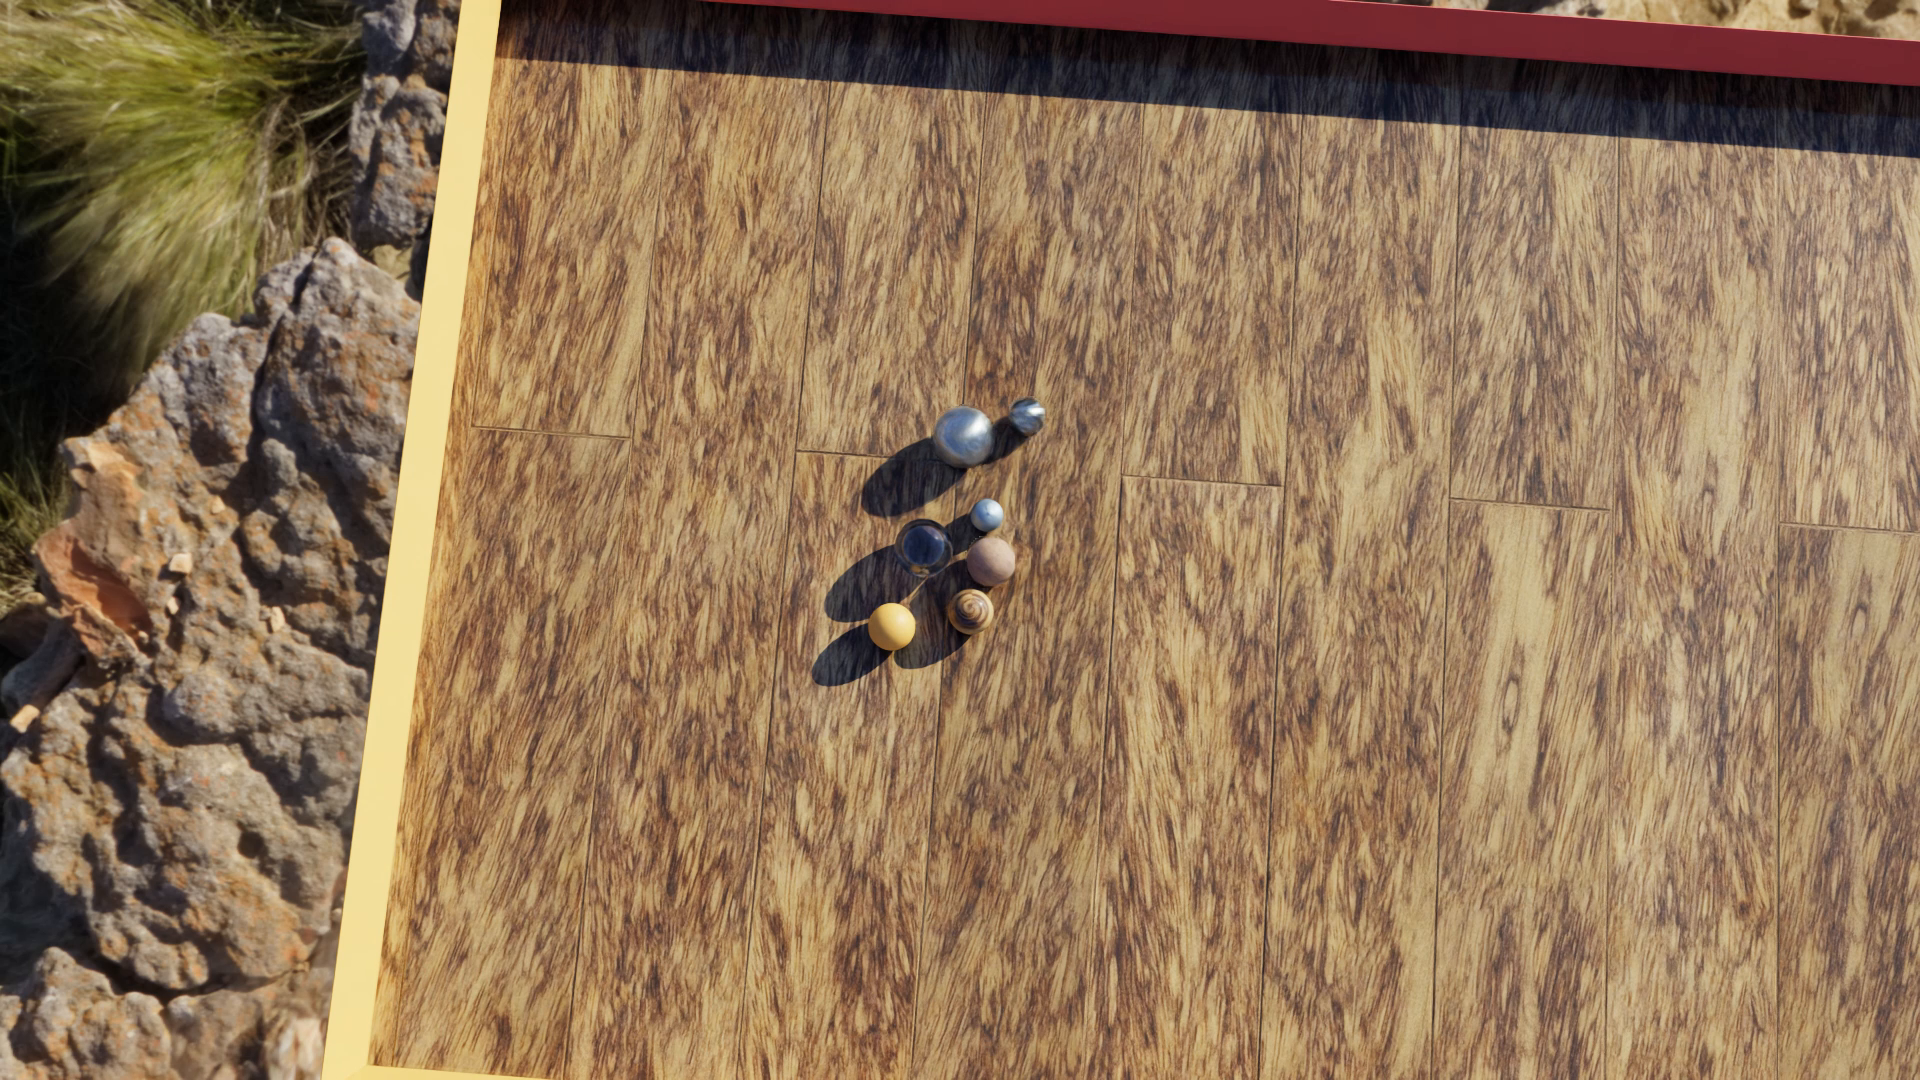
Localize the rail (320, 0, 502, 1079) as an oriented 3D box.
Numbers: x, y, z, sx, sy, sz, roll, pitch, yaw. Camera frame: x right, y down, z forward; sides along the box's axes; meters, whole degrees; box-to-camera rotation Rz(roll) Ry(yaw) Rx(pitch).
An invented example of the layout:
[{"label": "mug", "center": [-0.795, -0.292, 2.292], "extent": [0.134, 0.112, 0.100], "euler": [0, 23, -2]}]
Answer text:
[{"label": "rail", "center": [-0.803, -0.064, 3.288], "extent": [0.045, 0.122, 1.747], "euler": [4, 78, 1]}]

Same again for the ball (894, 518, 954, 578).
[{"label": "ball", "center": [-0.054, 0.012, 3.290], "extent": [0.088, 0.088, 0.088], "euler": [0, 78, 0]}]

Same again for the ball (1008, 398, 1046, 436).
[{"label": "ball", "center": [0.102, -0.187, 3.347], "extent": [0.057, 0.057, 0.057], "euler": [0, 78, 0]}]

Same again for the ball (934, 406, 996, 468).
[{"label": "ball", "center": [0.007, -0.154, 3.322], "extent": [0.094, 0.094, 0.094], "euler": [0, 78, 0]}]

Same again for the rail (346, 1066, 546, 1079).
[{"label": "rail", "center": [0.762, 0.886, 3.092], "extent": [3.315, 0.122, 0.045], "euler": [4, 78, 1]}]

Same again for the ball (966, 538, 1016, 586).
[{"label": "ball", "center": [0.047, 0.033, 3.293], "extent": [0.074, 0.074, 0.074], "euler": [0, 78, 0]}]

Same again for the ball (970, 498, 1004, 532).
[{"label": "ball", "center": [0.041, -0.037, 3.320], "extent": [0.050, 0.050, 0.050], "euler": [0, 78, 0]}]

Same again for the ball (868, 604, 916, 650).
[{"label": "ball", "center": [-0.102, 0.129, 3.275], "extent": [0.071, 0.071, 0.071], "euler": [0, 78, 0]}]

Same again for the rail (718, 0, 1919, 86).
[{"label": "rail", "center": [0.890, -0.774, 3.435], "extent": [3.315, 0.122, 0.045], "euler": [4, 78, 1]}]

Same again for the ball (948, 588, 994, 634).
[{"label": "ball", "center": [0.016, 0.107, 3.281], "extent": [0.068, 0.068, 0.068], "euler": [0, 78, 0]}]
